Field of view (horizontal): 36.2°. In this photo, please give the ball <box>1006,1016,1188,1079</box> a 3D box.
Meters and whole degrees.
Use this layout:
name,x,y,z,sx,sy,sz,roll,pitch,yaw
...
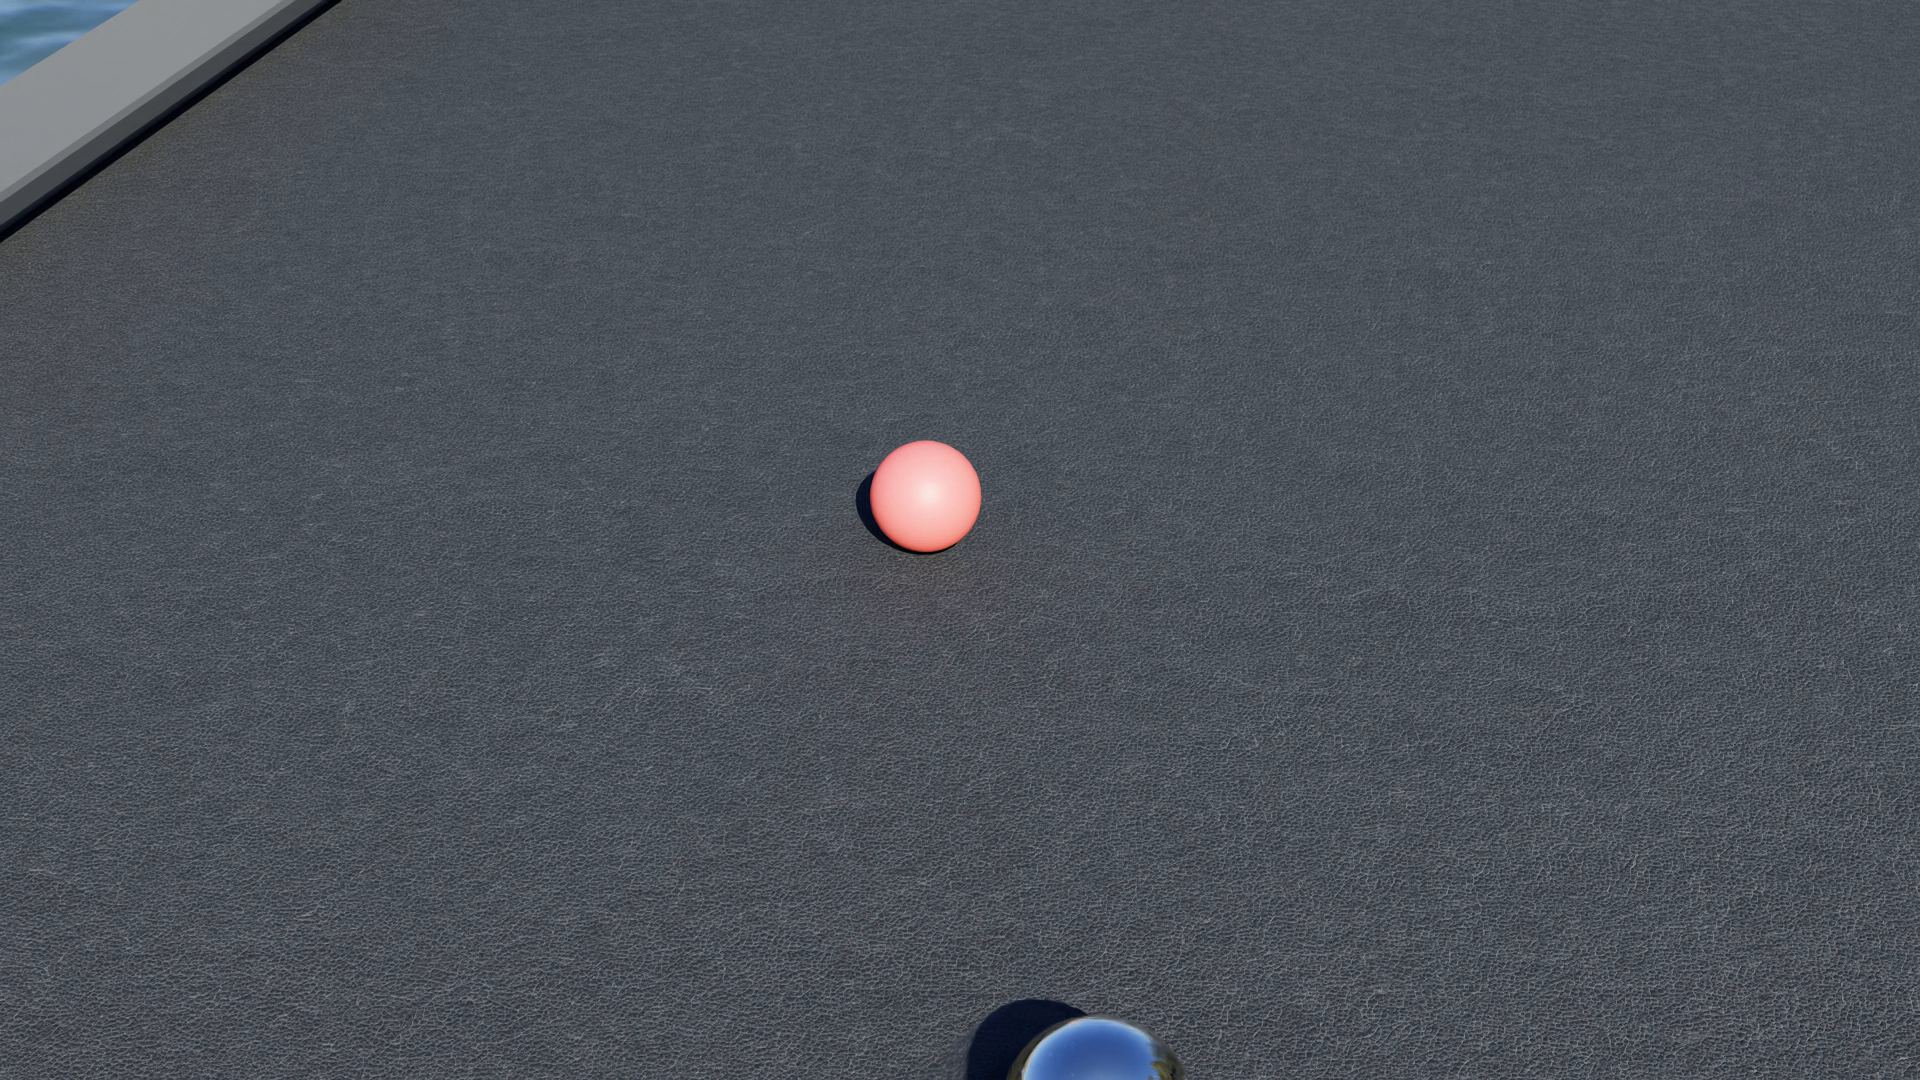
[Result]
name,x,y,z,sx,sy,sz,roll,pitch,yaw
ball,0.060,0.251,1.289,0.085,0.085,0.085,0,27,0

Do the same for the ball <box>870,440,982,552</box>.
name,x,y,z,sx,sy,sz,roll,pitch,yaw
ball,-0.022,-0.028,1.859,0.071,0.071,0.071,0,27,0

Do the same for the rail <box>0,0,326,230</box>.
name,x,y,z,sx,sy,sz,roll,pitch,yaw
rail,-0.685,-0.441,2.634,0.045,0.111,3.126,6,27,11
